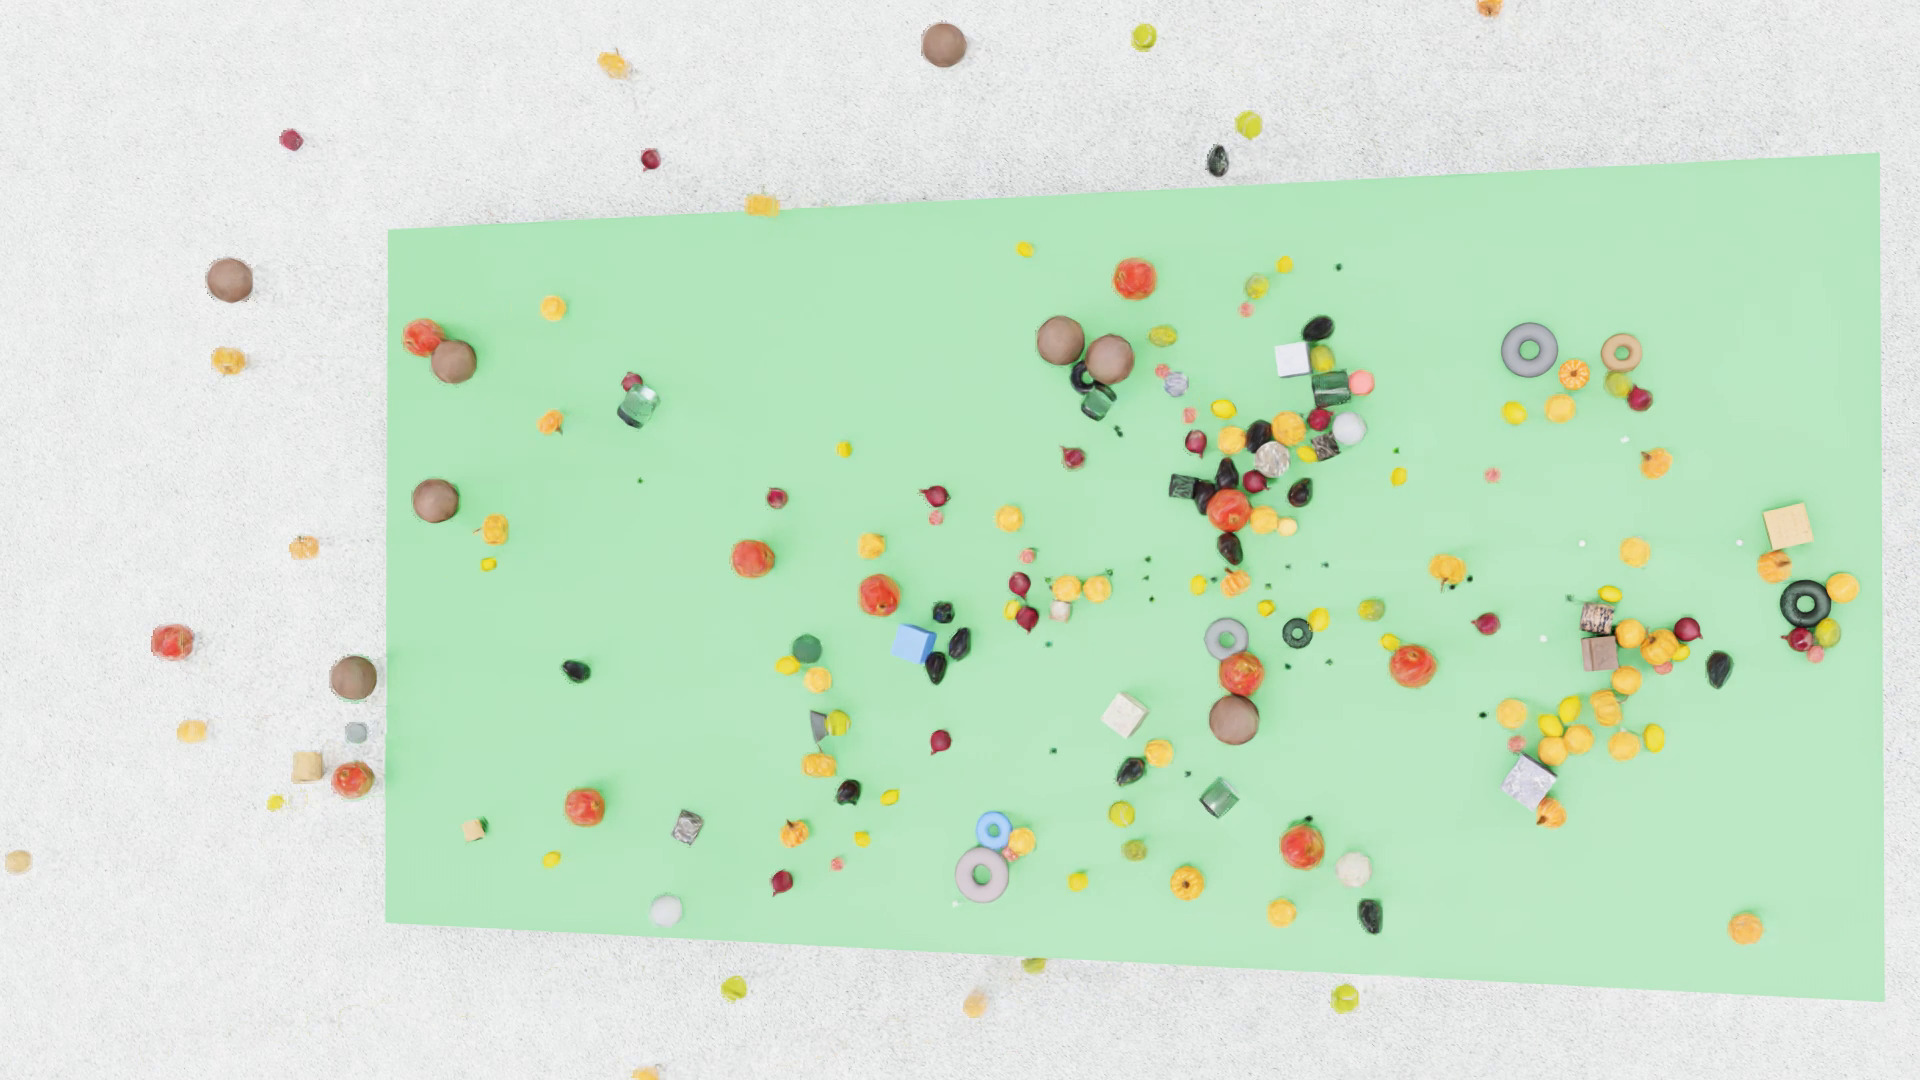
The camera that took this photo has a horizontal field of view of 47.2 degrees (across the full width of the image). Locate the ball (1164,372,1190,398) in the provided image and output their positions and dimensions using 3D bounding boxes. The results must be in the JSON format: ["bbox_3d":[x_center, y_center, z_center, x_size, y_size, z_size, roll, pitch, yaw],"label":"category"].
[{"bbox_3d":[0.555,-0.399,5.641,0.067,0.067,0.067,0,89,0],"label":"ball"}]

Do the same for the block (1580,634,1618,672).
[{"bbox_3d":[1.548,0.274,5.321,0.080,0.080,0.080,-6,87,17],"label":"block"}]

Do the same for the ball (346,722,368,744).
[{"bbox_3d":[-1.737,0.557,6.335,0.061,0.061,0.061,0,89,0],"label":"ball"}]

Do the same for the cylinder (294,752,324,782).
[{"bbox_3d":[-1.886,0.657,6.366,0.079,0.079,0.079,1,78,0],"label":"cylinder"}]

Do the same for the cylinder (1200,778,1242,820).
[{"bbox_3d":[0.661,0.657,5.589,0.076,0.076,0.076,45,103,1],"label":"cylinder"}]

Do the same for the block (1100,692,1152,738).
[{"bbox_3d":[0.426,0.450,5.659,0.084,0.084,0.084,37,99,14],"label":"block"}]

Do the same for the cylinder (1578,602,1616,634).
[{"bbox_3d":[1.543,0.189,5.328,0.073,0.073,0.073,2,89,26],"label":"cylinder"}]

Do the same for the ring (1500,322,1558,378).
[{"bbox_3d":[1.398,-0.466,5.396,0.137,0.046,0.137,-1,88,18],"label":"ring"}]

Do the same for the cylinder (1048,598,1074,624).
[{"bbox_3d":[0.262,0.185,5.730,0.052,0.052,0.052,22,72,0],"label":"cylinder"}]

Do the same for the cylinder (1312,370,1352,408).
[{"bbox_3d":[0.932,-0.378,5.517,0.085,0.085,0.085,-10,89,17],"label":"cylinder"}]

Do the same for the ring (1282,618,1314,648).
[{"bbox_3d":[0.854,0.236,5.562,0.079,0.026,0.079,-1,88,17],"label":"ring"}]

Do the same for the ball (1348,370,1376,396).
[{"bbox_3d":[1.006,-0.394,5.503,0.067,0.067,0.067,0,89,0],"label":"ball"}]

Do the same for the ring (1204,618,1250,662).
[{"bbox_3d":[0.679,0.254,5.605,0.115,0.038,0.115,1,94,9],"label":"ring"}]

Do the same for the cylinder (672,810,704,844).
[{"bbox_3d":[-0.745,0.787,6.020,0.070,0.070,0.070,24,96,0],"label":"cylinder"}]

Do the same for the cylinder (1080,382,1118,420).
[{"bbox_3d":[0.358,-0.358,5.688,0.070,0.070,0.070,38,124,1],"label":"cylinder"}]

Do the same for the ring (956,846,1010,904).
[{"bbox_3d":[0.058,0.881,5.784,0.150,0.050,0.150,0,88,18],"label":"ring"}]

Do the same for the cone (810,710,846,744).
[{"bbox_3d":[-0.351,0.494,5.918,0.093,0.093,0.093,-10,89,-10],"label":"cone"}]

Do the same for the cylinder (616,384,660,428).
[{"bbox_3d":[-0.887,-0.369,6.059,0.088,0.088,0.088,38,113,1],"label":"cylinder"}]

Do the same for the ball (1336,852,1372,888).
[{"bbox_3d":[0.982,0.821,5.480,0.092,0.092,0.092,0,89,0],"label":"ball"}]

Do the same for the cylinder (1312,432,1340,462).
[{"bbox_3d":[0.920,-0.234,5.532,0.057,0.057,0.057,-19,83,0],"label":"cylinder"}]

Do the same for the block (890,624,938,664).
[{"bbox_3d":[-0.122,0.275,5.829,0.084,0.084,0.084,19,95,16],"label":"block"}]

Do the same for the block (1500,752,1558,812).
[{"bbox_3d":[1.385,0.589,5.357,0.098,0.098,0.098,36,99,14],"label":"block"}]

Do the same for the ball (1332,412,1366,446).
[{"bbox_3d":[0.974,-0.279,5.502,0.085,0.085,0.085,0,89,0],"label":"ball"}]

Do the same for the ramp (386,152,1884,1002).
[{"bbox_3d":[0.273,0.094,5.808,4.000,0.100,2.000,0,89,17],"label":"ramp"}]

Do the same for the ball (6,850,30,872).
[{"bbox_3d":[-2.738,0.934,6.394,0.067,0.067,0.067,0,89,0],"label":"ball"}]

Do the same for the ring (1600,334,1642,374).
[{"bbox_3d":[1.606,-0.453,5.339,0.098,0.033,0.098,-1,88,17],"label":"ring"}]

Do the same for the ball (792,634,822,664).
[{"bbox_3d":[-0.411,0.294,5.917,0.084,0.084,0.084,0,89,0],"label":"ball"}]

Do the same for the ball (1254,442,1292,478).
[{"bbox_3d":[0.790,-0.203,5.553,0.092,0.092,0.092,0,89,0],"label":"ball"}]

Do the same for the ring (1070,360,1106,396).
[{"bbox_3d":[0.334,-0.422,5.727,0.098,0.033,0.098,0,88,12],"label":"ring"}]

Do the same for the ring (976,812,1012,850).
[{"bbox_3d":[0.089,0.764,5.784,0.102,0.034,0.102,-1,87,20],"label":"ring"}]

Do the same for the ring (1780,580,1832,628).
[{"bbox_3d":[2.002,0.151,5.206,0.116,0.039,0.116,0,89,16],"label":"ring"}]

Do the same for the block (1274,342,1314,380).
[{"bbox_3d":[0.842,-0.453,5.549,0.077,0.077,0.077,-9,87,17],"label":"block"}]

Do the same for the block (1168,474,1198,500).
[{"bbox_3d":[0.573,-0.136,5.636,0.060,0.060,0.060,11,92,17],"label":"block"}]

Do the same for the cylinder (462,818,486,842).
[{"bbox_3d":[-1.374,0.821,6.212,0.053,0.053,0.053,-19,81,0],"label":"cylinder"}]

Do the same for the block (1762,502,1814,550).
[{"bbox_3d":[1.955,-0.031,5.195,0.092,0.092,0.092,-15,85,16],"label":"block"}]

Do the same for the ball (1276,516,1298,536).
[{"bbox_3d":[0.827,-0.033,5.561,0.051,0.051,0.051,0,89,0],"label":"ball"}]

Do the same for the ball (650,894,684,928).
[{"bbox_3d":[-0.802,1.016,6.023,0.090,0.090,0.090,0,89,0],"label":"ball"}]
